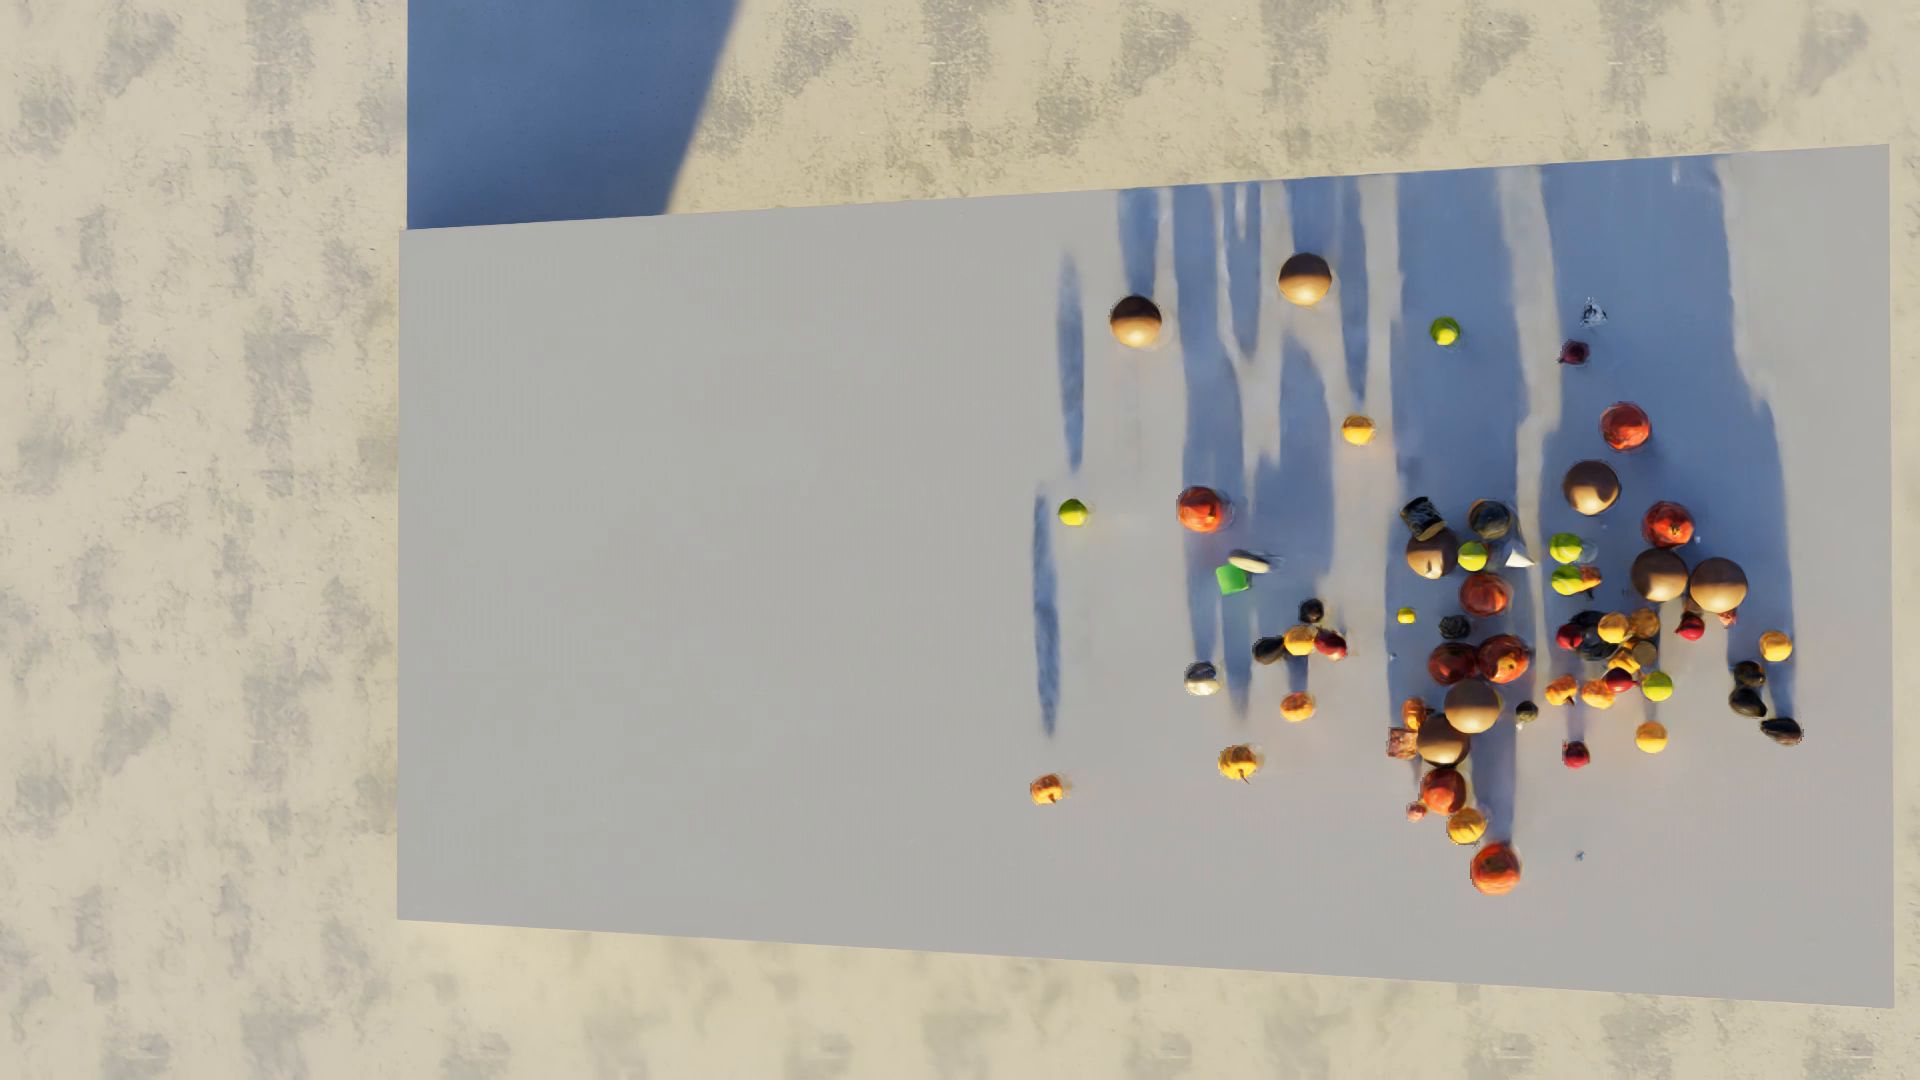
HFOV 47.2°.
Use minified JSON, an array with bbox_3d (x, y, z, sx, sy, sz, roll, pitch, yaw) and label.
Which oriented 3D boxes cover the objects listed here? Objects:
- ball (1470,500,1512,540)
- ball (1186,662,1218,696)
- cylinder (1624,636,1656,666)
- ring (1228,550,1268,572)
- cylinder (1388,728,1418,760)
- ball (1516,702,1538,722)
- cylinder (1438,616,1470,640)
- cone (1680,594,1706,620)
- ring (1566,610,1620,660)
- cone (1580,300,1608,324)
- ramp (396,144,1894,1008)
[{"bbox_3d":[1.266,-0.049,5.248,0.096,0.096,0.096,0,89,0],"label":"ball"},{"bbox_3d":[0.613,0.352,5.564,0.083,0.083,0.083,0,89,0],"label":"ball"},{"bbox_3d":[1.588,0.259,5.141,0.057,0.057,0.057,-1,98,-5],"label":"cylinder"},{"bbox_3d":[0.716,0.053,5.460,0.101,0.101,0.034,20,82,0],"label":"ring"},{"bbox_3d":[1.089,0.502,5.408,0.066,0.066,0.066,7,91,0],"label":"cylinder"},{"bbox_3d":[1.373,0.415,5.320,0.052,0.052,0.052,0,89,0],"label":"ball"},{"bbox_3d":[1.191,0.212,5.302,0.055,0.055,0.055,-4,84,39],"label":"cylinder"},{"bbox_3d":[1.730,0.150,5.211,0.058,0.058,0.058,-4,64,0],"label":"cone"},{"bbox_3d":[1.515,0.229,5.264,0.127,0.042,0.127,-4,70,10],"label":"ring"},{"bbox_3d":[1.505,-0.534,5.263,0.060,0.060,0.060,-40,89,7],"label":"cone"},{"bbox_3d":[0.278,0.091,5.779,4.000,0.100,2.000,0,89,19],"label":"ramp"}]
